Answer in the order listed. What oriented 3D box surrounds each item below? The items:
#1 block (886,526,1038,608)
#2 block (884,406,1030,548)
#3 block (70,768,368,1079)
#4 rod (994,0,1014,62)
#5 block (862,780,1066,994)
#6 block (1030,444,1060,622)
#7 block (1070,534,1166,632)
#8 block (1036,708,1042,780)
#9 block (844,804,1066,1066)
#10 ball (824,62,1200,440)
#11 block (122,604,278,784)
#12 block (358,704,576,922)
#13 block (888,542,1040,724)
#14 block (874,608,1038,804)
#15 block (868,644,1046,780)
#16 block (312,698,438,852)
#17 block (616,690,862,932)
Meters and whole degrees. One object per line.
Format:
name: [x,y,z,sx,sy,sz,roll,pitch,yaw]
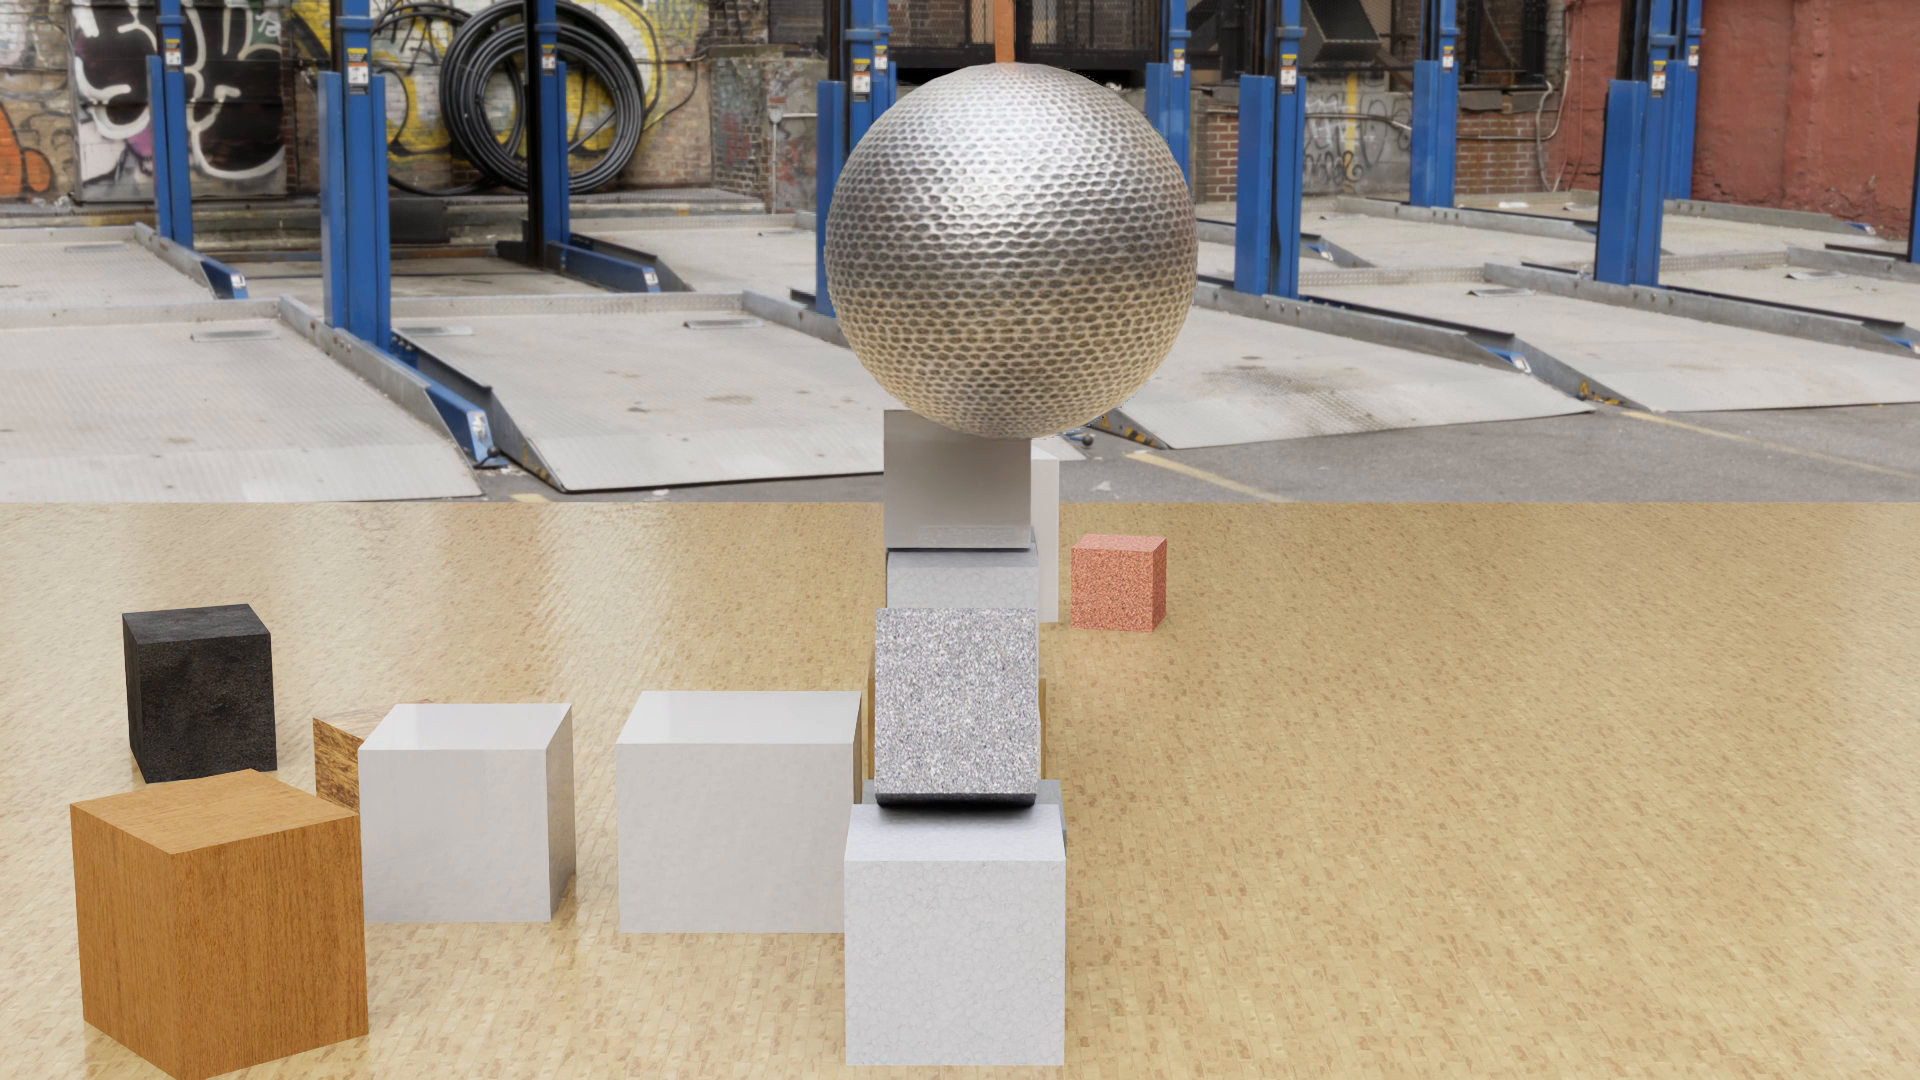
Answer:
block: [0.007,0.301,12.302,0.707,0.622,0.726,0,10,0]
block: [-0.004,-0.304,11.950,0.664,0.622,0.728,0,5,1]
block: [-2.742,1.402,9.498,0.725,0.842,0.848,-9,14,-41]
rod: [0.094,-4.573,10.349,0.080,5.200,0.080,-2,10,0]
block: [0.009,1.367,10.203,0.796,0.659,0.710,0,10,0]
block: [0.059,-0.043,13.176,0.722,0.834,0.721,-3,11,-14]
block: [1.030,0.273,16.596,0.528,0.524,0.529,3,11,14]
block: [0.013,1.078,11.814,0.695,0.652,0.710,0,10,0]
block: [-0.018,1.445,9.485,0.784,0.763,0.710,0,10,0]
ball: [0.218,-1.230,10.957,1.600,1.600,1.600,0,10,0]
block: [-3.939,0.780,13.273,0.644,0.717,0.806,-4,11,-23]
block: [-2.110,1.164,11.077,0.778,0.746,0.786,0,10,-1]
block: [0.014,0.417,11.643,0.669,0.711,0.592,0,10,0]
block: [-0.015,0.658,9.791,0.596,0.691,0.638,0,-12,0]
block: [-0.017,0.926,12.535,0.842,0.692,0.746,0,10,0]
block: [-2.581,1.110,11.904,0.579,0.557,0.652,-8,13,-38]
block: [-0.922,1.148,10.995,0.971,0.808,0.906,0,10,0]
